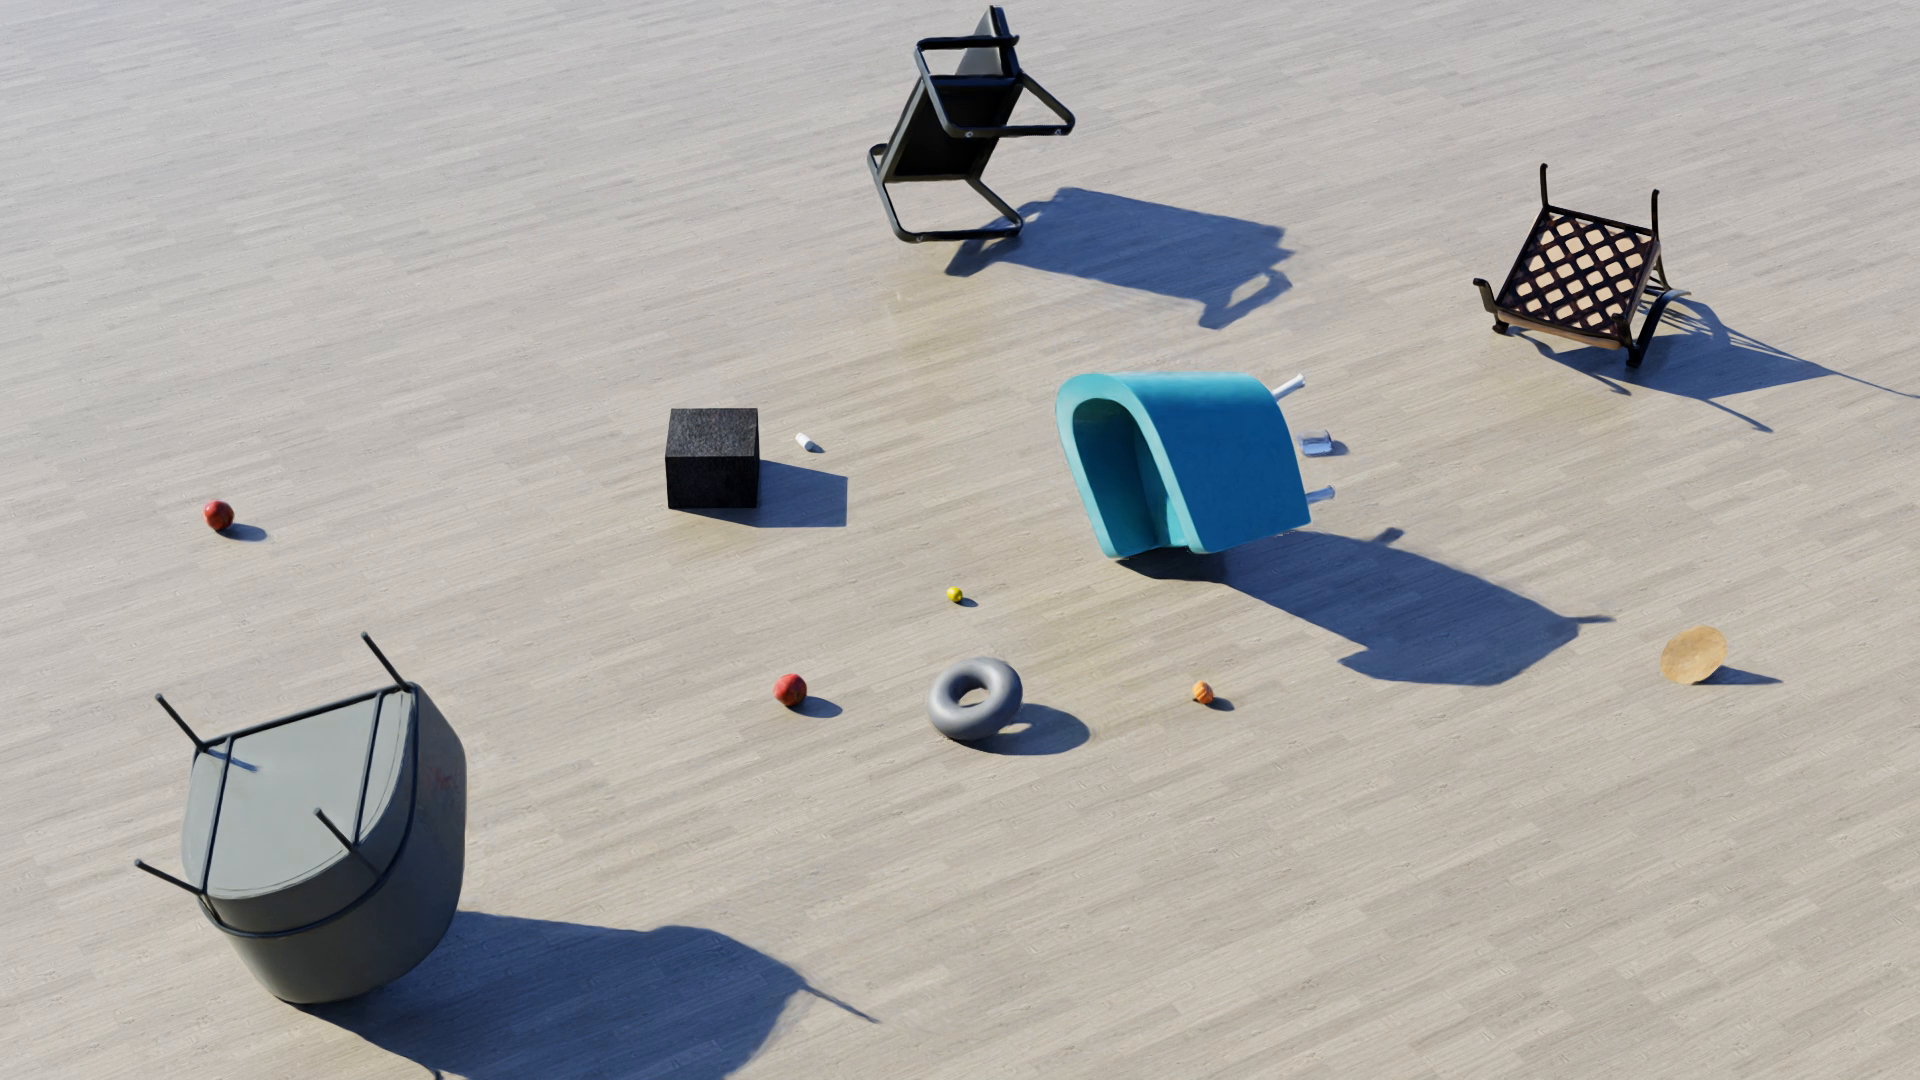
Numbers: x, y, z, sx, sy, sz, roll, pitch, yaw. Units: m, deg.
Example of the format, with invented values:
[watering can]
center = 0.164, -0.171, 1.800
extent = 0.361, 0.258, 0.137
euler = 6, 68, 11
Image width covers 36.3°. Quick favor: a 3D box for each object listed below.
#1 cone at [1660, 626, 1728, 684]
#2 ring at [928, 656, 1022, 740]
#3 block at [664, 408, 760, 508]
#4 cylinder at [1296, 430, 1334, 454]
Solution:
[cone]
center = 2.563, 0.409, 10.252
extent = 0.245, 0.118, 0.179
euler = -34, 76, 5
[ring]
center = 0.049, 0.536, 9.965
extent = 0.337, 0.110, 0.326
euler = -27, 46, -5
[block]
center = -0.943, -0.314, 11.211
extent = 0.334, 0.231, 0.353
euler = 0, 33, -1
[cylinder]
center = 1.390, -0.385, 11.482
extent = 0.118, 0.046, 0.121
euler = -6, 44, -9
